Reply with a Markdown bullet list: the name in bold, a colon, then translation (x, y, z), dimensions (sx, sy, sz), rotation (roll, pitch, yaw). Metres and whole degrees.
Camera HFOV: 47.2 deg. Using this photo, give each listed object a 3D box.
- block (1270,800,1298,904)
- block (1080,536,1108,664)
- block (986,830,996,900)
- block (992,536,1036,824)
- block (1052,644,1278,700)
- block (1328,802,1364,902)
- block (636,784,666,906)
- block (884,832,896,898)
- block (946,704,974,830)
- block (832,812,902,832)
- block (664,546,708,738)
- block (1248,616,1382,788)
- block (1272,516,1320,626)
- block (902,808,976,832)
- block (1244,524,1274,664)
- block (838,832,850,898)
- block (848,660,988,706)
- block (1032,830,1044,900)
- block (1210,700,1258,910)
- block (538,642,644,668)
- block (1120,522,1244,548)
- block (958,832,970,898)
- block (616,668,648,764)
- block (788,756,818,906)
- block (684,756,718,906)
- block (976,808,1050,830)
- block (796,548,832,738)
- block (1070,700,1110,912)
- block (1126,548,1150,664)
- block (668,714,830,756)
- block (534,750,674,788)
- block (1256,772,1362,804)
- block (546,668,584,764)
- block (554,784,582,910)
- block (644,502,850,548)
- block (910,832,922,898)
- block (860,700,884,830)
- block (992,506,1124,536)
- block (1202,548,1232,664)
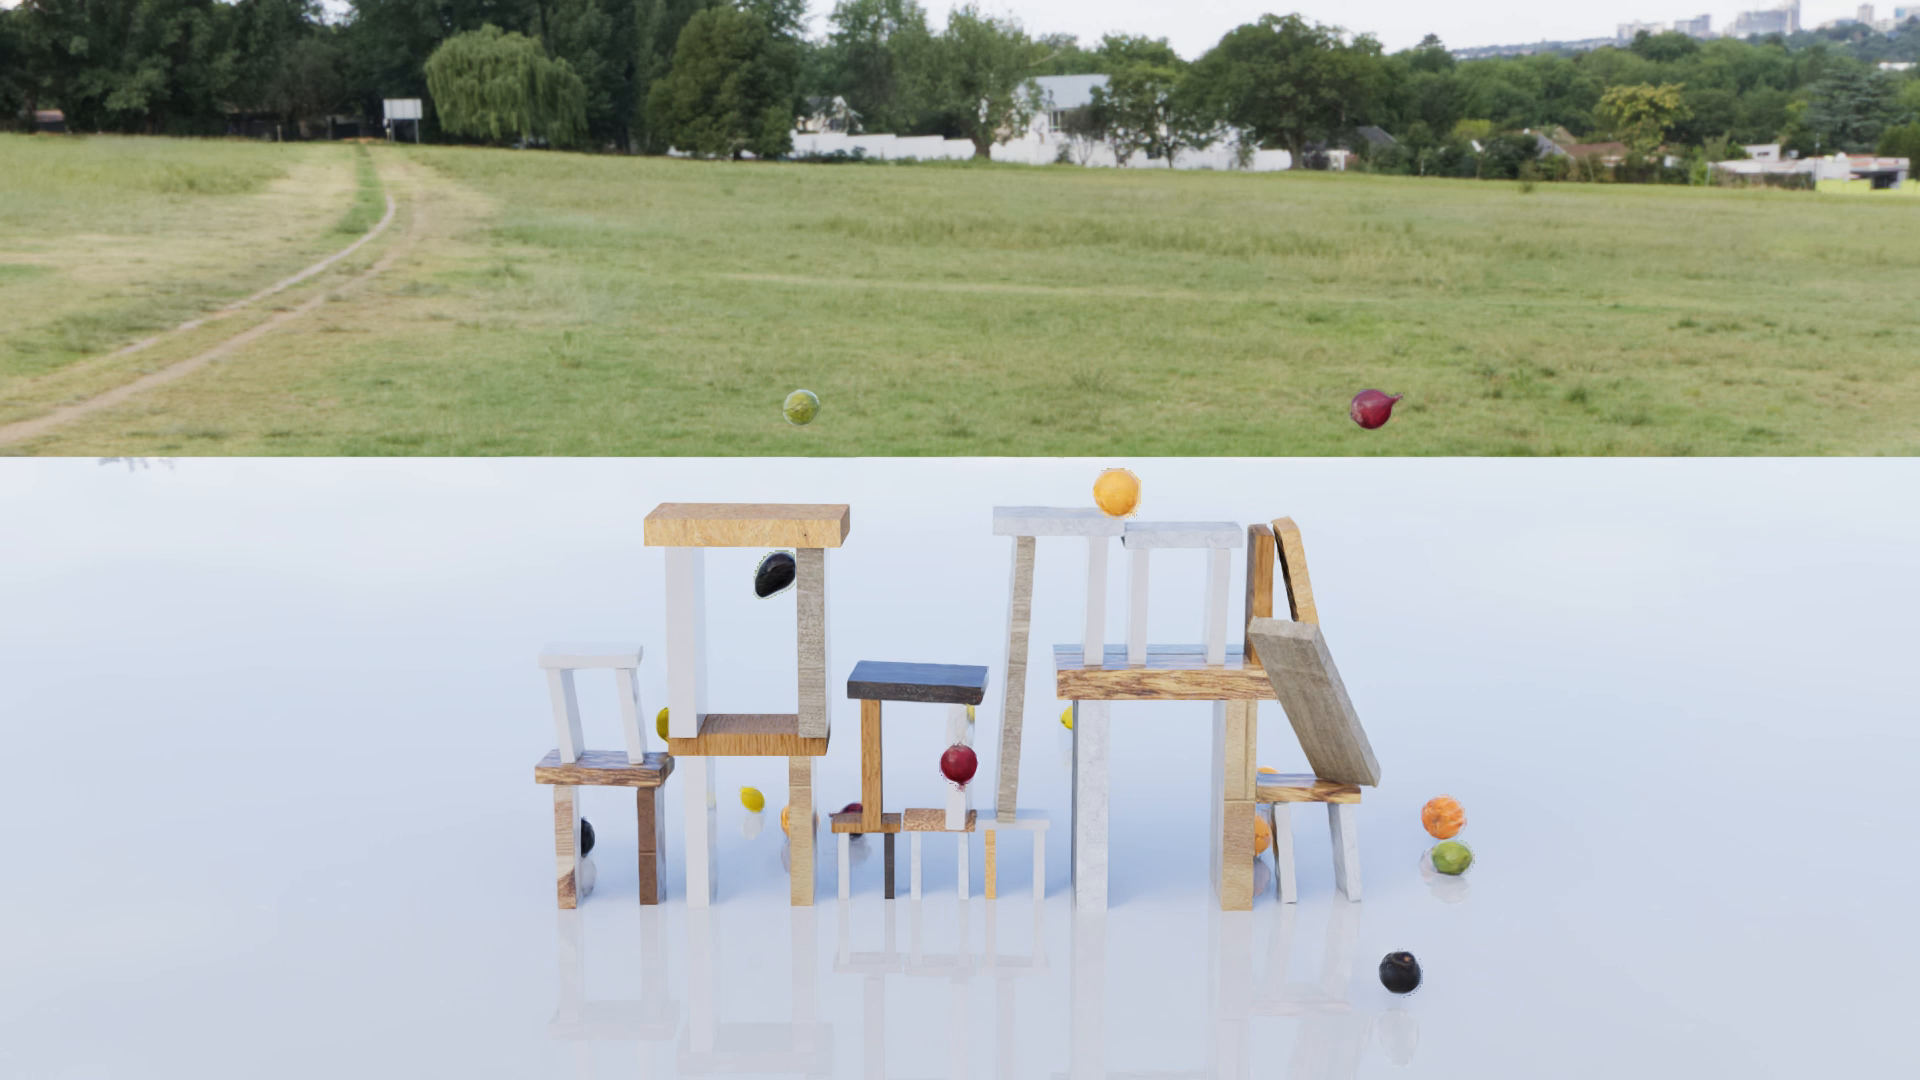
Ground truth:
- **block**: translation (0.535, 0.507, 3.649), dimensions (0.024, 0.169, 0.085), rotation (-6, 10, 2)
- **block**: translation (0.219, 0.088, 3.579), dimensions (0.030, 0.210, 0.105), rotation (2, 11, 0)
- **block**: translation (0.051, 0.531, 3.661), dimensions (0.017, 0.120, 0.060), rotation (0, 11, 0)
- **block**: translation (0.089, 0.219, 3.605), dimensions (0.030, 0.478, 0.105), rotation (3, 10, -3)
- **block**: translation (0.333, 0.216, 3.605), dimensions (0.355, 0.050, 0.177), rotation (0, 11, 0)
- **block**: translation (0.639, 0.505, 3.654), dimensions (0.024, 0.169, 0.085), rotation (-8, 10, -4)
- **block**: translation (-0.511, 0.489, 3.647), dimensions (0.029, 0.207, 0.104), rotation (0, 11, 0)
- **block**: translation (-0.117, 0.533, 3.661), dimensions (0.016, 0.114, 0.057), rotation (0, 11, 0)
- **block**: translation (0.001, 0.354, 3.601), dimensions (0.031, 0.216, 0.108), rotation (3, 15, 7)
- **block**: translation (-0.155, 0.469, 3.649), dimensions (0.114, 0.016, 0.057), rotation (0, 11, 0)
- **block**: translation (-0.445, 0.150, 3.586), dimensions (0.044, 0.312, 0.156), rotation (0, 11, 0)
- **block**: translation (0.565, 0.260, 3.478), dimensions (0.106, 0.423, 0.030), rotation (6, 56, 31)
- **block**: translation (0.549, 0.074, 3.574), dimensions (0.030, 0.211, 0.106), rotation (-13, 11, 2)
- **block**: translation (-0.034, 0.464, 3.641), dimensions (0.119, 0.017, 0.059), rotation (1, 15, 3)
- **block**: translation (0.486, 0.088, 3.577), dimensions (0.030, 0.212, 0.106), rotation (1, 10, 0)
- **block**: translation (-0.193, 0.533, 3.661), dimensions (0.016, 0.114, 0.057), rotation (0, 11, 0)
- **block**: translation (-0.067, 0.232, 3.579), dimensions (0.216, 0.031, 0.108), rotation (2, 15, 8)
- **block**: translation (0.131, 0.531, 3.661), dimensions (0.017, 0.120, 0.060), rotation (0, 10, 0)
- **block**: translation (0.452, 0.415, 3.642), dimensions (0.050, 0.355, 0.177), rotation (0, 11, 0)
- **block**: translation (-0.602, 0.188, 3.589), dimensions (0.159, 0.023, 0.080), rotation (0, 12, -1)
- **block**: translation (0.358, -0.009, 3.558), dimensions (0.190, 0.027, 0.095), rotation (0, 11, 0)
- **block**: translation (0.007, 0.530, 3.658), dimensions (0.017, 0.119, 0.059), rotation (0, 15, 2)
- **block**: translation (-0.538, 0.279, 3.606), dimensions (0.023, 0.159, 0.080), rotation (-7, 12, -1)
- **block**: translation (-0.260, 0.464, 3.650), dimensions (0.036, 0.256, 0.128), rotation (0, 11, 0)
- **block**: translation (-0.430, 0.464, 3.650), dimensions (0.036, 0.256, 0.128), rotation (0, 11, 0)
- **block**: translation (0.088, 0.463, 3.648), dimensions (0.120, 0.017, 0.060), rotation (0, 10, 0)
- **block**: translation (-0.237, 0.150, 3.585), dimensions (0.044, 0.312, 0.156), rotation (0, 11, 0)
- **block**: translation (0.215, 0.415, 3.642), dimensions (0.050, 0.355, 0.177), rotation (0, 11, 0)
- **block**: translation (0.288, 0.098, 3.578), dimensions (0.027, 0.190, 0.095), rotation (1, 11, 0)
- **block**: translation (-0.345, 0.320, 3.623), dimensions (0.256, 0.036, 0.128), rotation (0, 11, 0)
- **block**: translation (-0.583, 0.375, 3.614), dimensions (0.207, 0.029, 0.103), rotation (1, 11, 5)
- **block**: translation (0.570, 0.409, 3.630), dimensions (0.169, 0.024, 0.085), rotation (1, 9, 1)
- **block**: translation (-0.647, 0.278, 3.606), dimensions (0.023, 0.159, 0.080), rotation (-7, 12, 3)
- **block**: translation (-0.646, 0.493, 3.627), dimensions (0.029, 0.207, 0.103), rotation (-1, 11, -4)
- **block**: translation (-0.341, -0.025, 3.549), dimensions (0.312, 0.044, 0.156), rotation (1, 11, 3)
- **block**: translation (-0.074, 0.531, 3.663), dimensions (0.017, 0.119, 0.059), rotation (0, 11, -2)
- **block**: translation (-0.145, 0.353, 3.619), dimensions (0.031, 0.221, 0.108), rotation (0, 12, 0)
- **block**: translation (0.158, -0.031, 3.558), dimensions (0.210, 0.030, 0.105), rotation (0, 11, 1)
- **block**: translation (0.417, 0.098, 3.578), dimensions (0.027, 0.190, 0.095), rotation (2, 11, 0)
